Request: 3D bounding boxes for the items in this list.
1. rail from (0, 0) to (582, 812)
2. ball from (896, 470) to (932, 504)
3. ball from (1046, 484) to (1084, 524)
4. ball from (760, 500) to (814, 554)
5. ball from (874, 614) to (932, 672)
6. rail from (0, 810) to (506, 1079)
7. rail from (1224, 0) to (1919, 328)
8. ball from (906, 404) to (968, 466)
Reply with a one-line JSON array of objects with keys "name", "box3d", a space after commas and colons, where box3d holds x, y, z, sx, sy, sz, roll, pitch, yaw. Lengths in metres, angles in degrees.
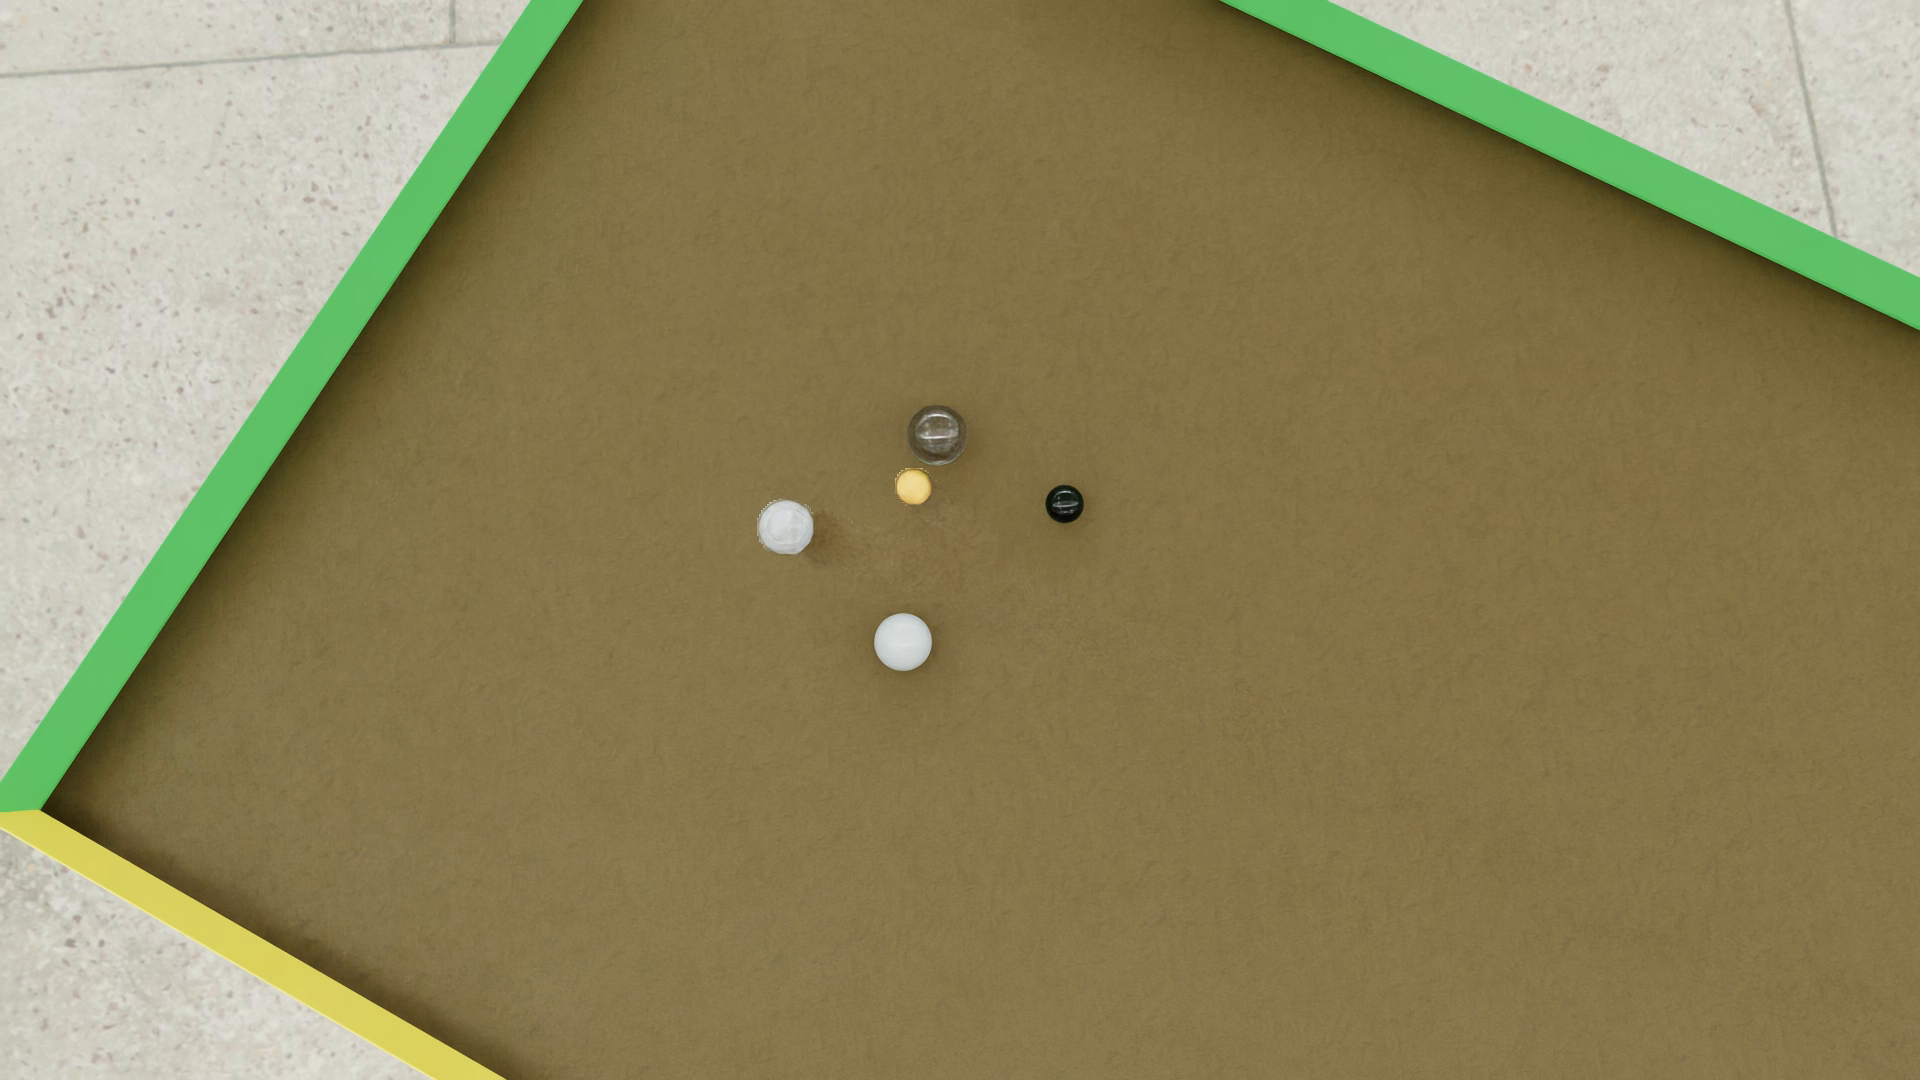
[{"name": "rail", "box3d": [-0.888, -0.468, 3.496, 0.045, 0.124, 2.126, 27, 75, 8]}, {"name": "ball", "box3d": [-0.071, -0.082, 3.415, 0.055, 0.055, 0.055, 0, 73, 0]}, {"name": "ball", "box3d": [0.162, -0.055, 3.404, 0.060, 0.060, 0.060, 0, 73, 0]}, {"name": "ball", "box3d": [-0.267, -0.019, 3.380, 0.084, 0.084, 0.084, 0, 73, 0]}, {"name": "ball", "box3d": [-0.086, 0.154, 3.325, 0.088, 0.088, 0.088, 0, 73, 0]}, {"name": "rail", "box3d": [0.413, 1.338, 2.943, 4.135, 0.124, 0.045, 27, 75, 8]}, {"name": "rail", "box3d": [1.404, -0.409, 3.478, 4.135, 0.124, 0.045, 27, 75, 8]}, {"name": "ball", "box3d": [-0.035, -0.163, 3.418, 0.096, 0.096, 0.096, 0, 73, 0]}]
